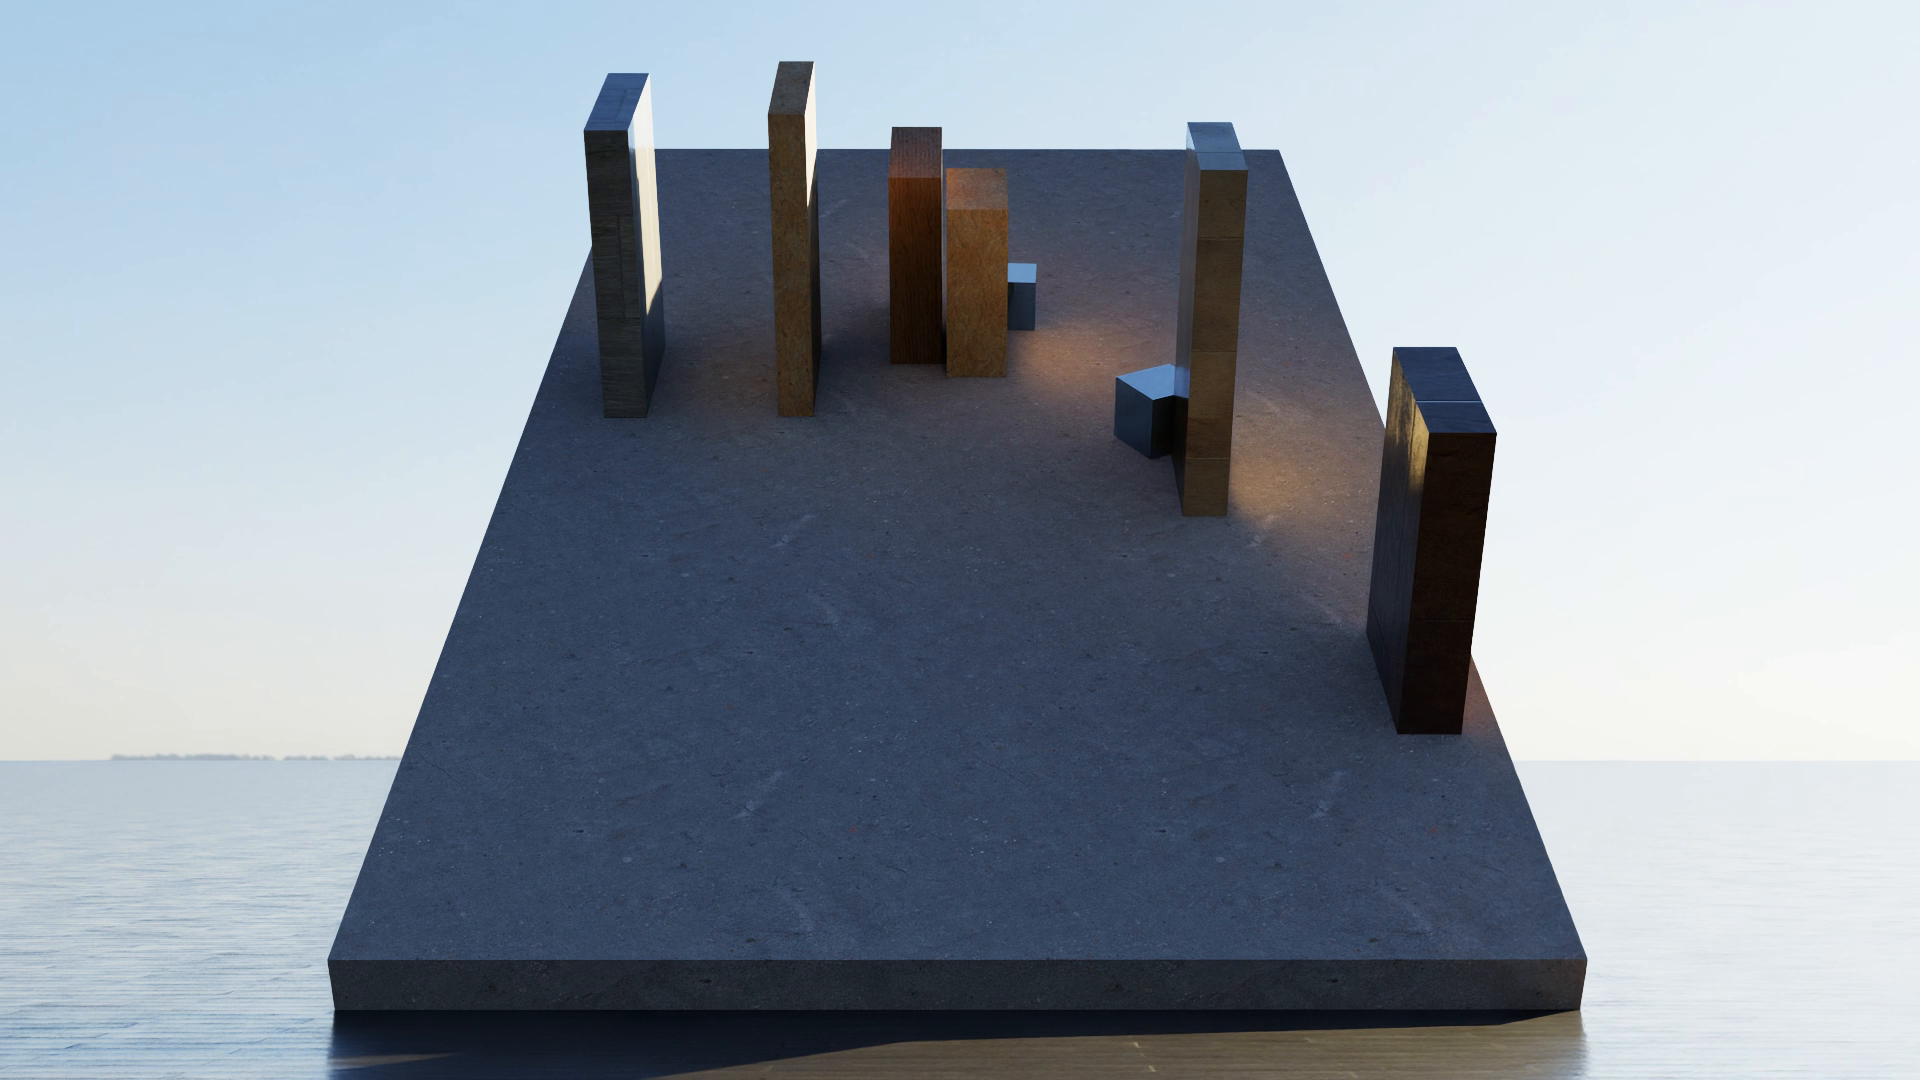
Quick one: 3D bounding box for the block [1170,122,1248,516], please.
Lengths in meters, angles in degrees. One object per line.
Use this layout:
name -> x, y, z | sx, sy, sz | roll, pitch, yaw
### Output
block -> 0.528, -0.468, 5.095 | 0.095, 0.781, 0.308 | 0, 28, 0

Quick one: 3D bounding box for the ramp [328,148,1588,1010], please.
ramp -> -0.011, -0.223, 5.572 | 2.000, 0.100, 4.000 | 0, 28, 0

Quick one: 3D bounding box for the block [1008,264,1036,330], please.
block -> 0.128, -0.621, 6.080 | 0.130, 0.130, 0.130 | 1, 28, 2

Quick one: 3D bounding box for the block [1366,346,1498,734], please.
block -> 0.861, -0.001, 4.394 | 0.117, 0.611, 0.374 | 0, 28, 0

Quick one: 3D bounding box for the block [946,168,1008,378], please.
block -> 0.040, -0.654, 5.822 | 0.145, 0.429, 0.295 | 0, 28, 0

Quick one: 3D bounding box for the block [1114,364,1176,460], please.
block -> 0.457, -0.294, 5.443 | 0.148, 0.148, 0.148 | -15, 31, -27

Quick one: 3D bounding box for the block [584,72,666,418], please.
block -> -0.783, -0.695, 5.606 | 0.098, 0.698, 0.431 | 0, 28, 0

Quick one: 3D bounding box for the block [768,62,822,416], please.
block -> -0.385, -0.708, 5.598 | 0.083, 0.731, 0.407 | 0, 28, 0

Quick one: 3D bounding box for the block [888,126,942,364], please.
block -> -0.108, -0.735, 5.920 | 0.126, 0.480, 0.386 | 0, 28, 0
